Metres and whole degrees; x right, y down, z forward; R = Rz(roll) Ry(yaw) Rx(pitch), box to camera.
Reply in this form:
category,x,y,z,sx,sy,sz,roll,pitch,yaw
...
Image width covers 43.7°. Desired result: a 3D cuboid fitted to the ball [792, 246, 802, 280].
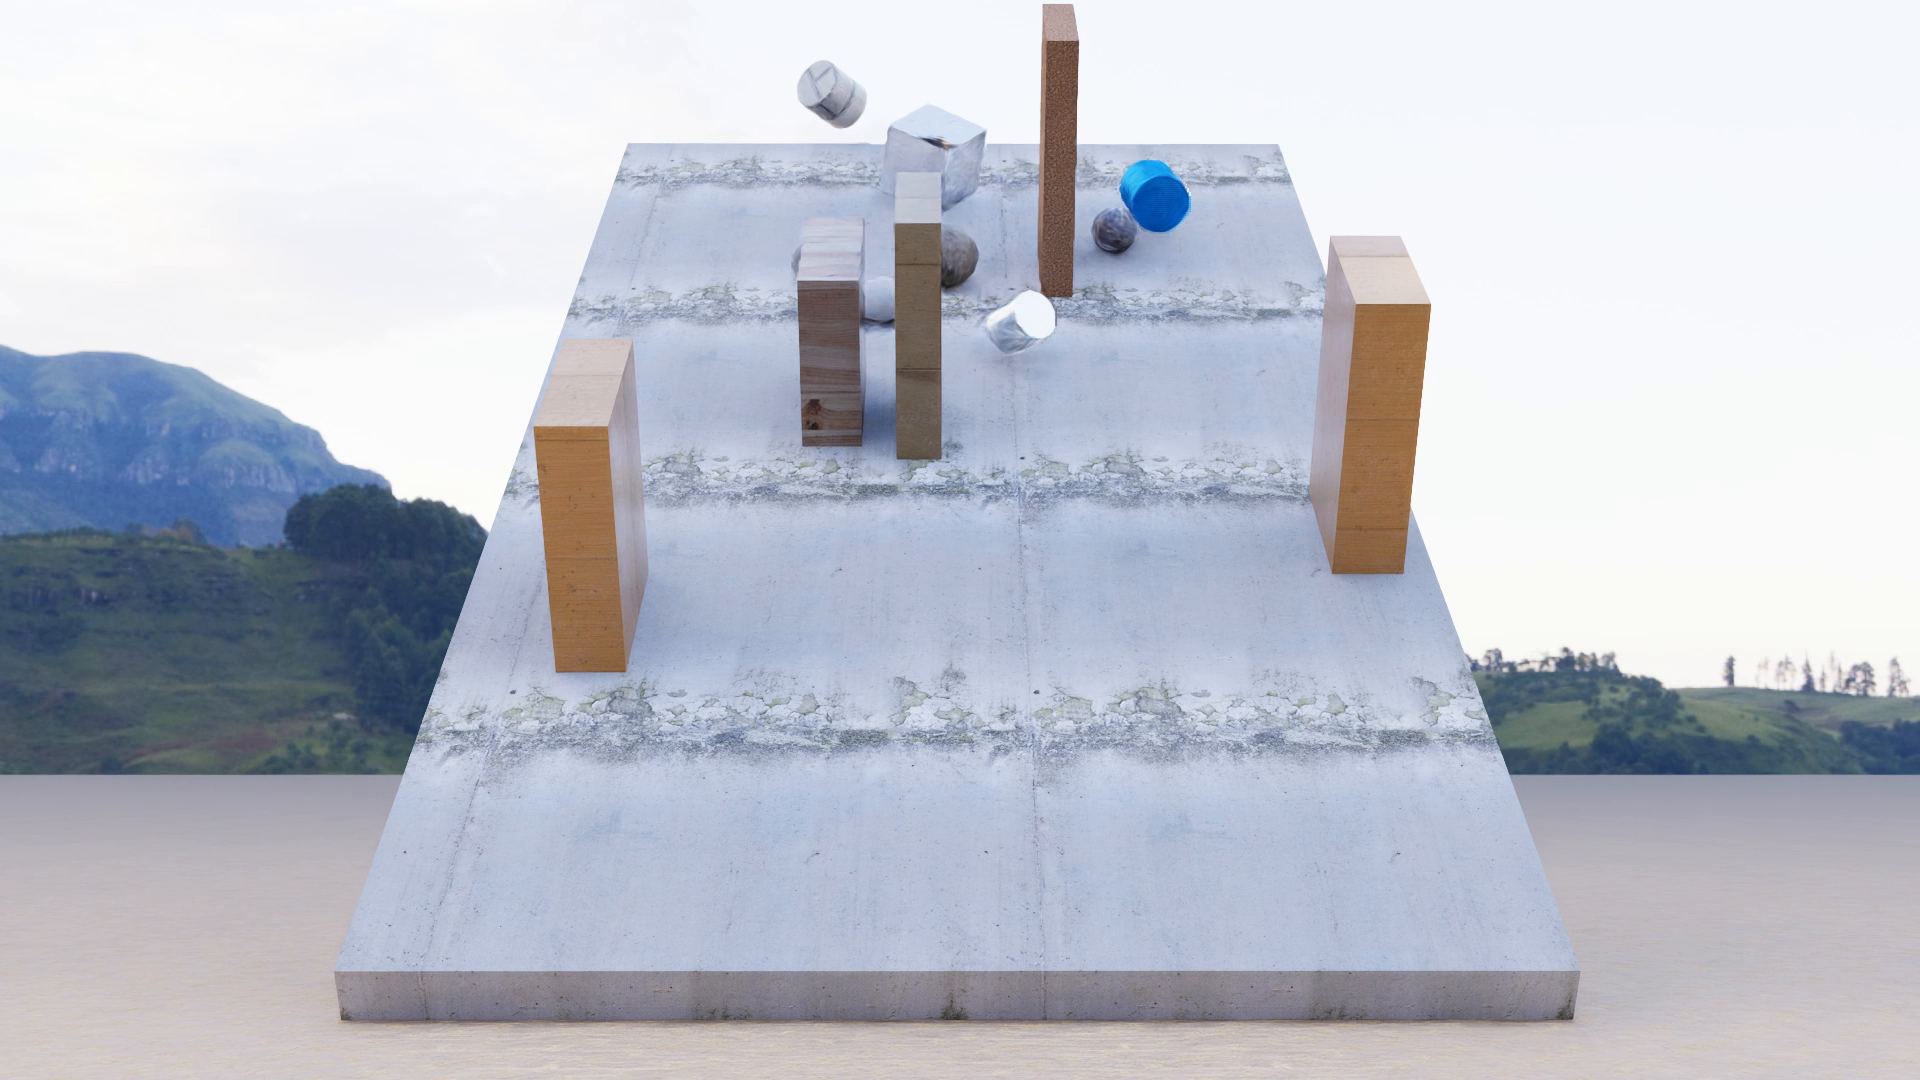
category,x,y,z,sx,sy,sz,roll,pitch,yaw
ball,-0.382,-0.727,6.318,0.123,0.123,0.123,0,-5,0

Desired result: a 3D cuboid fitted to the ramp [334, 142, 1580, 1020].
category,x,y,z,sx,sy,sz,roll,pitch,yaw
ramp,-0.012,-0.220,5.620,2.000,0.100,4.000,0,29,0

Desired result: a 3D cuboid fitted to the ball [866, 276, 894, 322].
category,x,y,z,sx,sy,sz,roll,pitch,yaw
ball,-0.201,-0.617,6.122,0.117,0.117,0.117,0,-5,0

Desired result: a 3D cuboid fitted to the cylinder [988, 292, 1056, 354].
category,x,y,z,sx,sy,sz,roll,pitch,yaw
cylinder,0.150,-0.531,5.857,0.121,0.121,0.121,3,-17,-33

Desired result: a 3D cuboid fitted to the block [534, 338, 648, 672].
category,x,y,z,sx,sy,sz,roll,pitch,yaw
block,-0.715,-0.071,4.683,0.136,0.529,0.398,0,29,0

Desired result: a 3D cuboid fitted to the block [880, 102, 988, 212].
category,x,y,z,sx,sy,sz,roll,pitch,yaw
block,-0.077,-1.092,6.857,0.205,0.205,0.205,28,40,21

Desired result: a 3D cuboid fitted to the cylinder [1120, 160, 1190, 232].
category,x,y,z,sx,sy,sz,roll,pitch,yaw
cylinder,0.534,-0.947,6.580,0.159,0.159,0.159,1,25,-10

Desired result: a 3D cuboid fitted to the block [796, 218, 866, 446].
category,x,y,z,sx,sy,sz,roll,pitch,yaw
block,-0.295,-0.488,5.578,0.137,0.410,0.387,0,29,0

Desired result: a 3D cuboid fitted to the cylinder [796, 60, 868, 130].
category,x,y,z,sx,sy,sz,roll,pitch,yaw
cylinder,-0.390,-1.358,7.302,0.156,0.156,0.156,-4,-21,37

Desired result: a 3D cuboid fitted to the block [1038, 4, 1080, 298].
category,x,y,z,sx,sy,sz,roll,pitch,yaw
block,0.255,-1.018,6.265,0.082,0.689,0.330,0,29,0

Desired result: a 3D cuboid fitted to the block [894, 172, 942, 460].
category,x,y,z,sx,sy,sz,roll,pitch,yaw
block,-0.093,-0.510,5.452,0.102,0.571,0.319,0,29,0

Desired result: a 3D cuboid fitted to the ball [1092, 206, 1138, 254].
category,x,y,z,sx,sy,sz,roll,pitch,yaw
ball,0.423,-0.846,6.539,0.126,0.126,0.126,0,-5,0

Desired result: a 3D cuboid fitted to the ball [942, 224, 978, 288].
category,x,y,z,sx,sy,sz,roll,pitch,yaw
ball,-0.036,-0.752,6.318,0.168,0.168,0.168,0,-5,0

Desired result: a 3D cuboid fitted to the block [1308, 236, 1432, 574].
category,x,y,z,sx,sy,sz,roll,pitch,yaw
block,0.850,-0.284,5.003,0.149,0.608,0.368,0,29,0
